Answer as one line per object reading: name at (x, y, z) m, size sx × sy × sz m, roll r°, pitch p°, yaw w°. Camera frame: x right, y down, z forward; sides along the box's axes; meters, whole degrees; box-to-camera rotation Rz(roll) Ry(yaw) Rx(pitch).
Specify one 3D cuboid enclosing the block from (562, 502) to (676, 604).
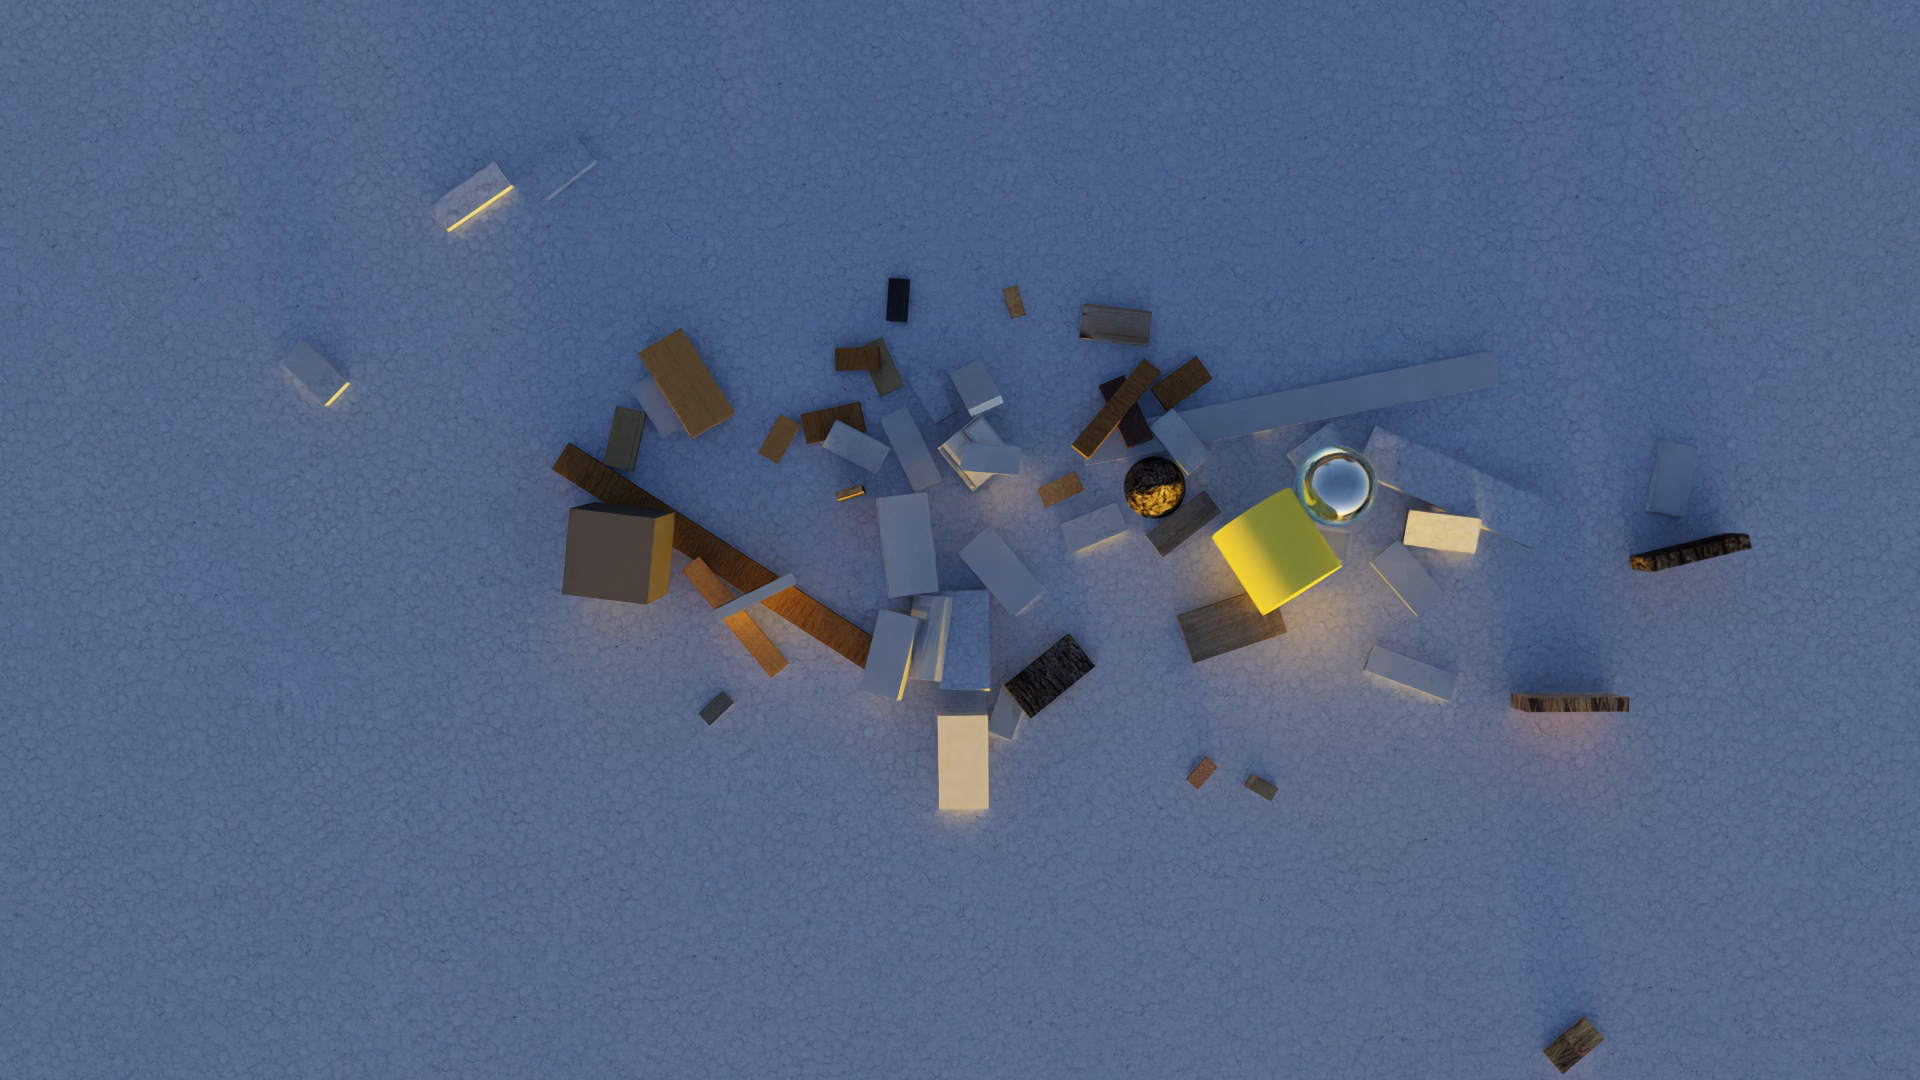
block at (-1.102, 0.039, 5.343) m, size 0.275 × 0.275 × 0.275 m, roll 7°, pitch 96°, yaw 3°

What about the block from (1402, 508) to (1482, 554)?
block at (1.593, -0.032, 5.457) m, size 0.236 × 0.033 × 0.118 m, roll 7°, pitch 107°, yaw 5°

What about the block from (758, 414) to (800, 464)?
block at (-0.601, -0.336, 5.489) m, size 0.075 × 0.021 × 0.149 m, roll 30°, pitch 90°, yaw 0°

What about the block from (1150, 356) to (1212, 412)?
block at (0.737, -0.520, 5.487) m, size 0.185 × 0.026 × 0.092 m, roll -36°, pitch 90°, yaw 0°

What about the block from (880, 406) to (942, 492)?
block at (-0.163, -0.301, 5.486) m, size 0.101 × 0.029 × 0.272 m, roll -26°, pitch 90°, yaw 0°

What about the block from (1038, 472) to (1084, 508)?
block at (0.336, -0.168, 5.490) m, size 0.140 × 0.020 × 0.070 m, roll -25°, pitch 90°, yaw 0°

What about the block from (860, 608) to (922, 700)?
block at (-0.228, 0.376, 5.427) m, size 0.138 × 0.039 × 0.275 m, roll 14°, pitch 88°, yaw 20°

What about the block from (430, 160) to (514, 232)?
block at (-1.624, -1.144, 5.486) m, size 0.260 × 0.028 × 0.100 m, roll -35°, pitch 90°, yaw 0°

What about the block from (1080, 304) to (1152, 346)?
block at (0.517, -0.714, 5.484) m, size 0.229 × 0.032 × 0.114 m, roll 7°, pitch 90°, yaw 0°

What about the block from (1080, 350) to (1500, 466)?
block at (1.094, -0.438, 5.484) m, size 1.399 × 0.032 × 0.114 m, roll -11°, pitch 90°, yaw 0°

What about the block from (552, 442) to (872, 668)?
block at (-0.755, 0.087, 5.485) m, size 1.358 × 0.030 × 0.104 m, roll 33°, pitch 90°, yaw 0°

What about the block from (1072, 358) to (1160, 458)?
block at (0.516, -0.433, 5.441) m, size 0.070 × 0.020 × 0.382 m, roll 39°, pitch 82°, yaw 9°

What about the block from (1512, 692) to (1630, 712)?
block at (2.002, 0.534, 5.418) m, size 0.327 × 0.163 × 0.046 m, roll -1°, pitch 90°, yaw 0°

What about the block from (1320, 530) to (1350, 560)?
block at (1.197, 0.012, 5.487) m, size 0.183 × 0.026 × 0.091 m, roll 7°, pitch 90°, yaw 0°

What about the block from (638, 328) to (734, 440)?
block at (-0.905, -0.517, 5.461) m, size 0.164 × 0.046 × 0.330 m, roll -33°, pitch 90°, yaw -11°

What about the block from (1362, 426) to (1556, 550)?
block at (1.640, -0.174, 5.477) m, size 0.653 × 0.046 × 0.163 m, roll 24°, pitch 90°, yaw 0°

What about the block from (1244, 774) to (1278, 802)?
block at (1.004, 0.823, 5.493) m, size 0.101 × 0.014 × 0.050 m, roll 31°, pitch 90°, yaw 0°

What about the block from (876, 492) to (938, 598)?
block at (-0.173, 0.015, 5.410) m, size 0.164 × 0.046 × 0.328 m, roll -7°, pitch 91°, yaw -11°

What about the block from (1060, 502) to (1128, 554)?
block at (0.444, -0.041, 5.486) m, size 0.202 × 0.029 × 0.101 m, roll -22°, pitch 90°, yaw 0°

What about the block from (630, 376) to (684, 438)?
block at (-0.999, -0.447, 5.486) m, size 0.100 × 0.028 × 0.200 m, roll -33°, pitch 90°, yaw 0°

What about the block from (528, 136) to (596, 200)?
block at (-1.323, -1.237, 5.485) m, size 0.209 × 0.030 × 0.104 m, roll -38°, pitch 90°, yaw 0°

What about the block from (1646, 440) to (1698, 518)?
block at (2.367, -0.204, 5.483) m, size 0.118 × 0.033 × 0.236 m, roll 11°, pitch 90°, yaw 0°

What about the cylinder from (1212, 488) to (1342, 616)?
cylinder at (1.022, 0.038, 5.328) m, size 0.299 × 0.299 × 0.299 m, roll -32°, pitch 81°, yaw 0°

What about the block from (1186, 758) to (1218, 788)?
block at (0.806, 0.776, 5.493) m, size 0.050 × 0.014 × 0.101 m, roll 41°, pitch 90°, yaw 0°

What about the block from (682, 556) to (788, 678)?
block at (-0.745, 0.255, 5.472) m, size 0.075 × 0.021 × 0.464 m, roll -39°, pitch 94°, yaw 0°

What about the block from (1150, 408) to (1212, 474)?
block at (0.728, -0.325, 5.453) m, size 0.101 × 0.029 × 0.203 m, roll -40°, pitch 90°, yaw 0°

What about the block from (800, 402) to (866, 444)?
block at (-0.421, -0.388, 5.486) m, size 0.202 × 0.029 × 0.101 m, roll -12°, pitch 90°, yaw 0°

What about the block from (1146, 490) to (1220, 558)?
block at (0.742, -0.054, 5.487) m, size 0.245 × 0.026 × 0.092 m, roll -38°, pitch 90°, yaw 0°

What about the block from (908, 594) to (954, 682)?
block at (-0.107, 0.322, 5.422) m, size 0.138 × 0.039 × 0.275 m, roll 2°, pitch 81°, yaw 39°

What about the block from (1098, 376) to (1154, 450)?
block at (0.550, -0.423, 5.461) m, size 0.091 × 0.026 × 0.234 m, roll -23°, pitch 78°, yaw -3°

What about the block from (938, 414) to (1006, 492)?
block at (0.053, -0.285, 5.412) m, size 0.177 × 0.177 × 0.177 m, roll -40°, pitch 90°, yaw 0°
